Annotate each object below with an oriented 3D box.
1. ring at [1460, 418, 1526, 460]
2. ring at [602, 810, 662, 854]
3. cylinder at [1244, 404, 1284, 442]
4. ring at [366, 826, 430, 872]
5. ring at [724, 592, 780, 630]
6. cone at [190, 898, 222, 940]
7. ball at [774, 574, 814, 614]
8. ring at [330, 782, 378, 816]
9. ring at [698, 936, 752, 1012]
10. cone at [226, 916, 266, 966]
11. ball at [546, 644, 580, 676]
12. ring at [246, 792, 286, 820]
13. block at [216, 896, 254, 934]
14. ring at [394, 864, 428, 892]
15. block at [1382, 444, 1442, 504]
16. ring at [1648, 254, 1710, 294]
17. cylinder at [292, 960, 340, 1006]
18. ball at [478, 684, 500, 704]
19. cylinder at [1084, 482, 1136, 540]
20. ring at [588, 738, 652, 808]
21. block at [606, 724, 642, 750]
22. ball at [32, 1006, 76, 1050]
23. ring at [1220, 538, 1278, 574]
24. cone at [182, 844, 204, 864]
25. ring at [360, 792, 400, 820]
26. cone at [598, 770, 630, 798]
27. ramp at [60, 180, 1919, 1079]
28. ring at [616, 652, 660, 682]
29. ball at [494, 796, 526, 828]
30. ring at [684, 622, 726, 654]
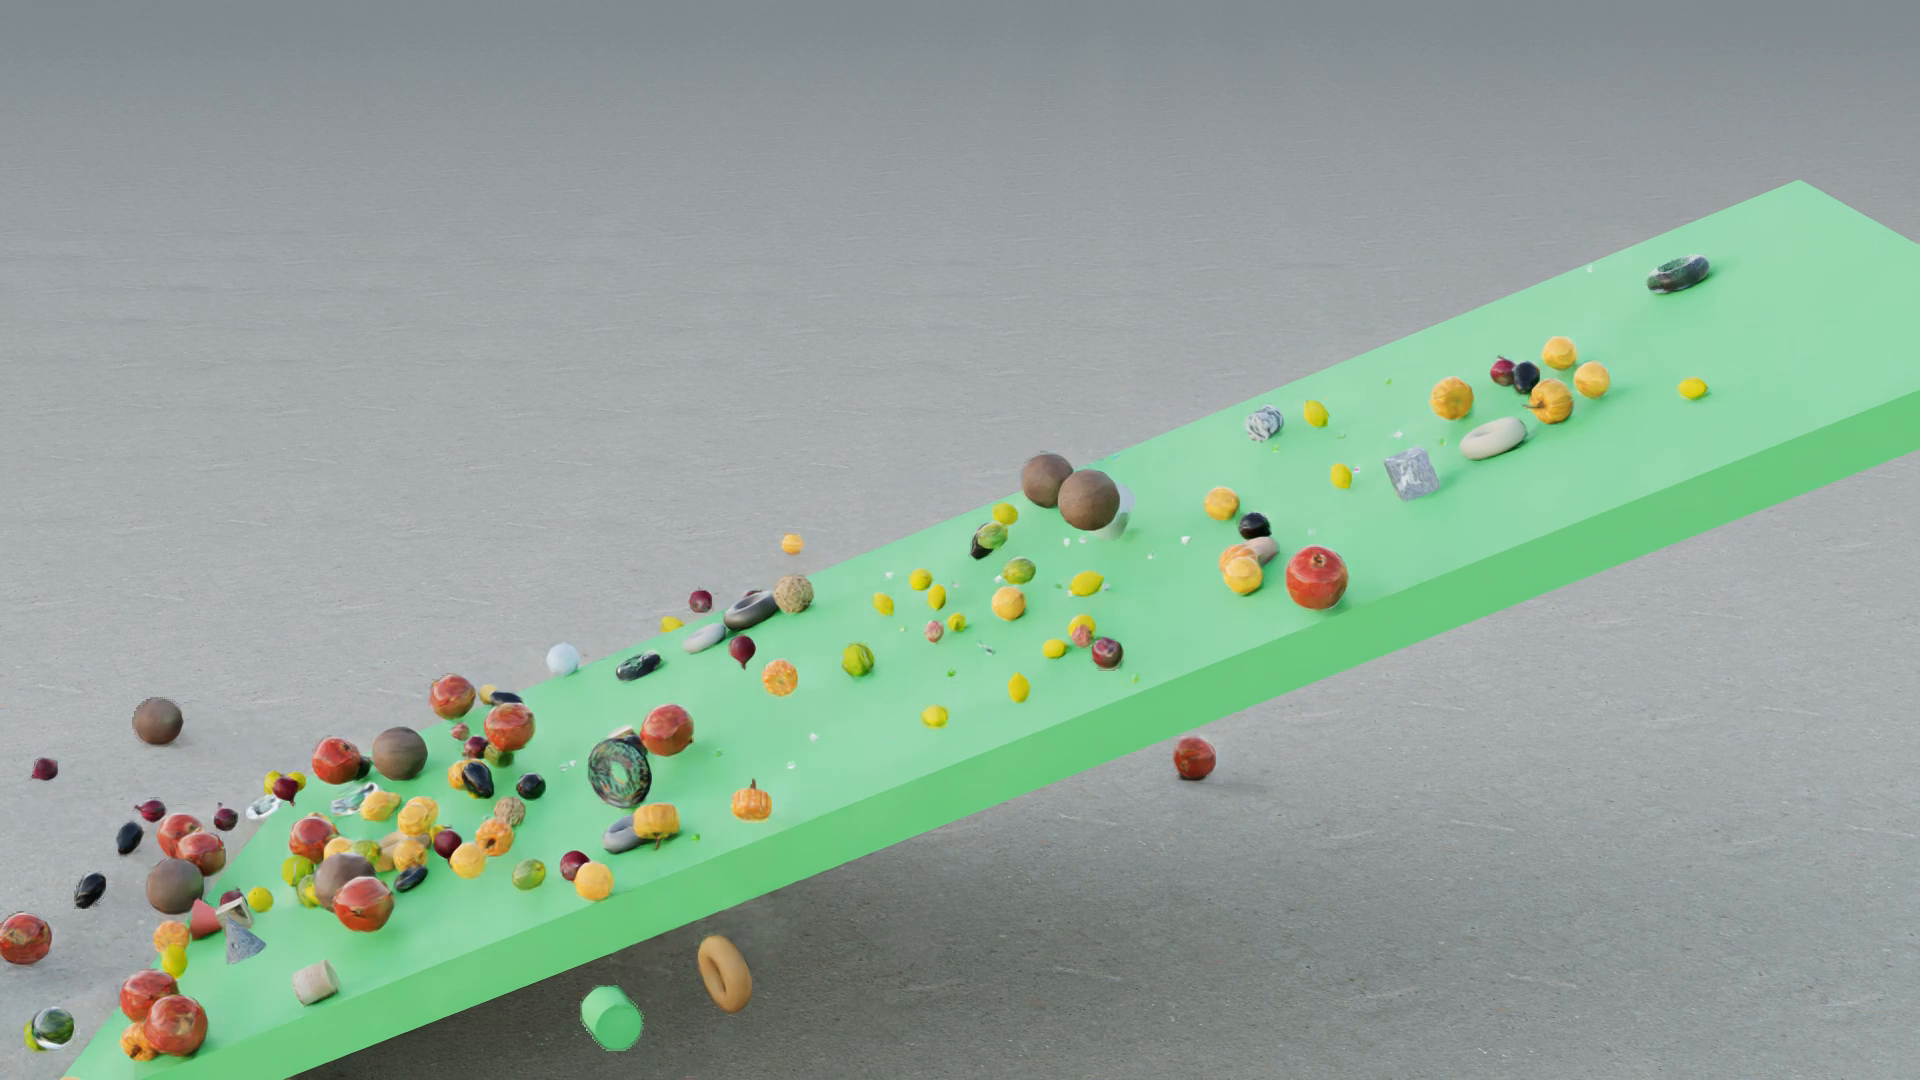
[{"bbox_3d":[1.055,-0.200,5.822,0.136,0.045,0.136,-24,11,5],"label":"ring"},{"bbox_3d":[-0.636,0.565,5.695,0.126,0.042,0.126,-23,13,6],"label":"ring"},{"bbox_3d":[0.694,-0.266,6.704,0.065,0.065,0.065,11,32,37],"label":"cylinder"},{"bbox_3d":[-1.203,0.662,6.305,0.150,0.050,0.150,-22,14,5],"label":"ring"},{"bbox_3d":[-0.502,0.170,7.095,0.148,0.049,0.148,-23,13,6],"label":"ring"},{"bbox_3d":[-1.612,0.826,6.380,0.091,0.091,0.091,3,14,-1],"label":"cone"},{"bbox_3d":[-0.394,0.126,6.975,0.094,0.094,0.094,0,14,0],"label":"ball"},{"bbox_3d":[-1.432,0.612,6.952,0.124,0.041,0.124,-22,14,6],"label":"ring"},{"bbox_3d":[-0.425,0.784,5.325,0.049,0.146,0.146,-19,22,-28],"label":"ring"},{"bbox_3d":[-1.498,0.817,6.089,0.092,0.092,0.092,-22,12,5],"label":"cone"},{"bbox_3d":[-0.994,0.300,7.366,0.082,0.082,0.082,0,14,0],"label":"ball"},{"bbox_3d":[-1.723,0.660,7.297,0.104,0.035,0.104,-23,11,5],"label":"ring"},{"bbox_3d":[-1.554,0.809,6.306,0.057,0.057,0.057,-24,12,-3],"label":"block"},{"bbox_3d":[-1.134,0.697,6.067,0.077,0.026,0.077,-29,18,10],"label":"ring"},{"bbox_3d":[0.884,-0.129,5.754,0.078,0.078,0.078,-23,12,2],"label":"block"},{"bbox_3d":[1.581,-0.585,6.475,0.143,0.048,0.143,-24,12,5],"label":"ring"},{"bbox_3d":[-1.215,0.836,5.549,0.068,0.068,0.068,-23,15,1],"label":"cylinder"},{"bbox_3d":[-1.188,0.390,7.415,0.051,0.051,0.051,0,14,0],"label":"ball"},{"bbox_3d":[0.325,-0.063,6.371,0.090,0.090,0.090,9,46,-10],"label":"cylinder"},{"bbox_3d":[-0.686,0.469,5.918,0.147,0.147,0.049,8,19,28],"label":"ring"},{"bbox_3d":[-0.727,0.437,6.370,0.053,0.053,0.053,-26,13,-11],"label":"block"},{"bbox_3d":[-1.850,0.996,6.001,0.086,0.086,0.086,0,14,0],"label":"ball"},{"bbox_3d":[0.564,0.031,5.752,0.122,0.041,0.122,-22,11,4],"label":"ring"},{"bbox_3d":[-1.853,0.756,7.145,0.051,0.051,0.051,-22,7,20],"label":"cone"},{"bbox_3d":[-1.337,0.614,6.785,0.101,0.034,0.101,-22,13,5],"label":"ring"},{"bbox_3d":[-0.706,0.511,6.081,0.063,0.063,0.063,17,4,-30],"label":"cone"},{"bbox_3d":[0.128,0.172,6.287,4.000,0.100,2.000,-22,12,8],"label":"ramp"},{"bbox_3d":[-0.772,0.303,7.054,0.116,0.039,0.116,-22,14,6],"label":"ring"},{"bbox_3d":[-0.945,0.570,6.177,0.067,0.067,0.067,0,14,0],"label":"ball"},{"bbox_3d":[-0.612,0.235,7.048,0.112,0.037,0.112,-26,11,6],"label":"ring"}]
